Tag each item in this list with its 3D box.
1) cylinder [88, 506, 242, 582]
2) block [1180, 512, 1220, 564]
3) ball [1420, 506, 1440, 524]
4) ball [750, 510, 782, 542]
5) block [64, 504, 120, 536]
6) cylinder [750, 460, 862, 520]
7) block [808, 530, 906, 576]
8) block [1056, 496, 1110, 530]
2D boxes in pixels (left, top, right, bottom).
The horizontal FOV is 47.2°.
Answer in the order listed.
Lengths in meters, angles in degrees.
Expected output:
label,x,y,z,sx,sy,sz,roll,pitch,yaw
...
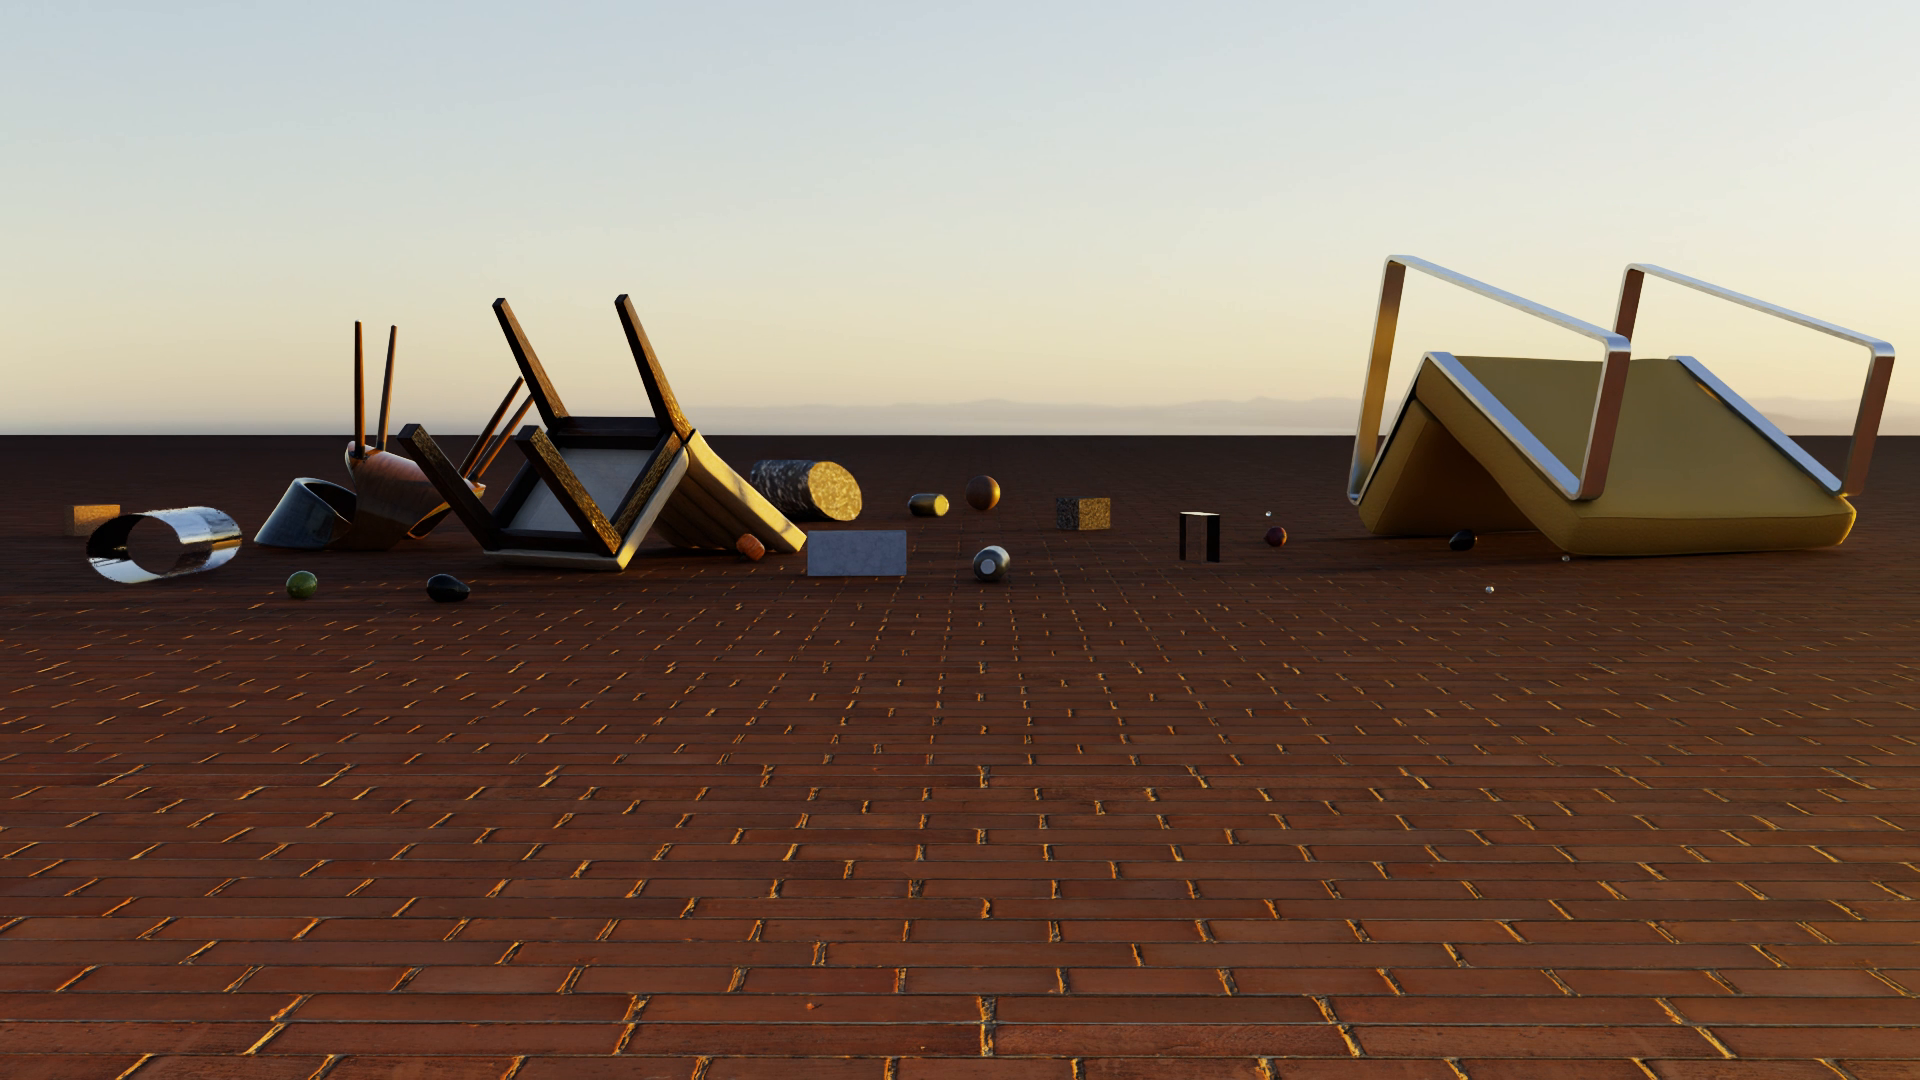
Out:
label,x,y,z,sx,sy,sz,roll,pitch,yaw
cylinder,-1.893,0.009,5.245,0.230,0.160,0.318,-5,3,7
block,0.624,-0.006,5.731,0.054,0.124,0.120,-2,4,-22
ball,1.561,-0.084,7.312,0.064,0.064,0.064,0,4,0
ball,-0.571,-0.042,6.473,0.093,0.093,0.093,0,4,0
block,-2.679,-0.062,6.788,0.139,0.091,0.088,-4,5,-42
cylinder,-0.532,-0.174,7.586,0.316,0.171,0.263,4,-28,46
block,-0.250,0.031,5.345,0.238,0.103,0.098,0,4,-3
block,0.397,-0.087,7.082,0.132,0.099,0.109,-3,5,-38
